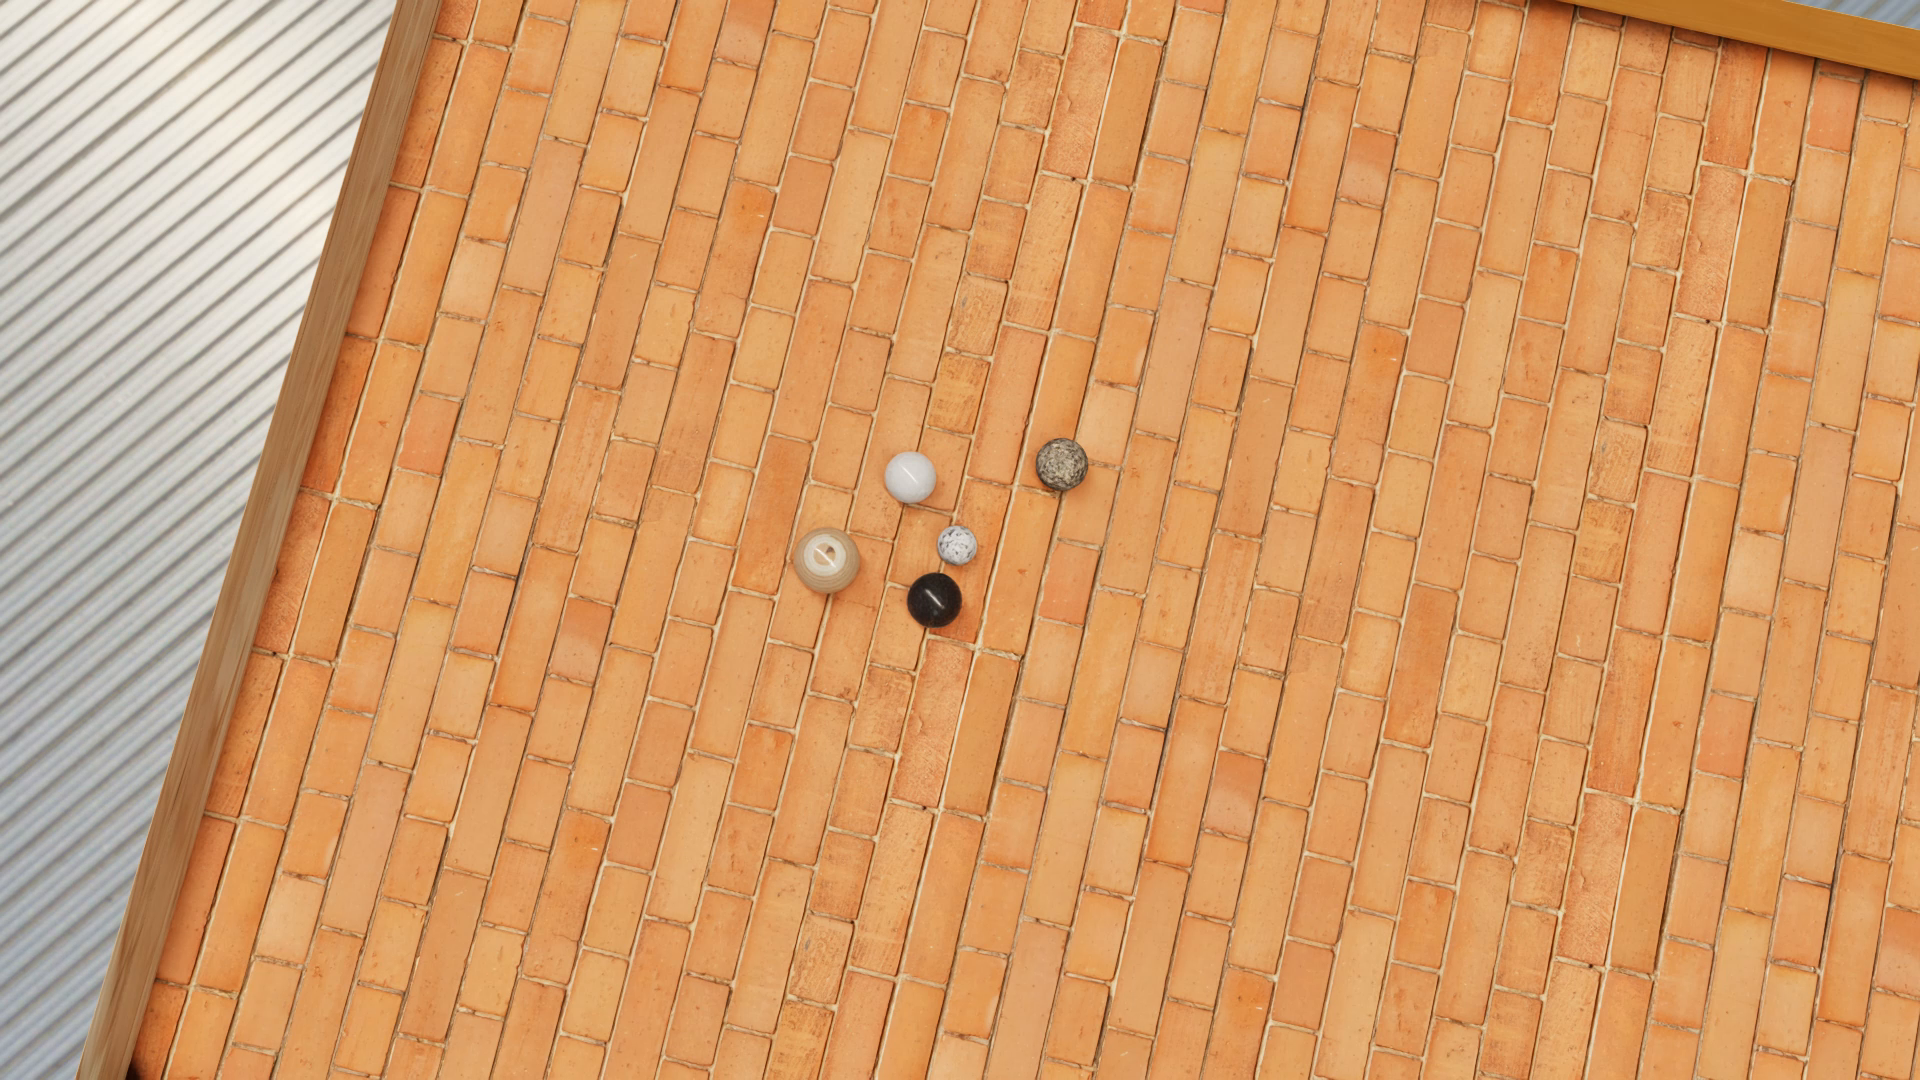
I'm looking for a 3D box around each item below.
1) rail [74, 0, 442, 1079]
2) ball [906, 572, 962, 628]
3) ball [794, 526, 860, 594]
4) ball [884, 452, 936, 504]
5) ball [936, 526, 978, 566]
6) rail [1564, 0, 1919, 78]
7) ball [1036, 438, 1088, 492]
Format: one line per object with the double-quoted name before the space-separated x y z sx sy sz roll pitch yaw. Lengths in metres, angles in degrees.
"rail" -0.970 -0.230 3.295 0.045 0.130 2.164 13 80 2
"ball" -0.038 0.090 3.262 0.084 0.084 0.084 0 80 0
"ball" -0.198 0.030 3.265 0.100 0.100 0.100 0 80 0
"ball" -0.074 -0.094 3.298 0.079 0.079 0.079 0 80 0
"ball" -0.004 0.008 3.289 0.061 0.061 0.061 0 80 0
"rail" 1.235 -0.788 3.396 4.079 0.130 0.045 13 80 2
"ball" 0.153 -0.113 3.301 0.080 0.080 0.080 0 80 0
